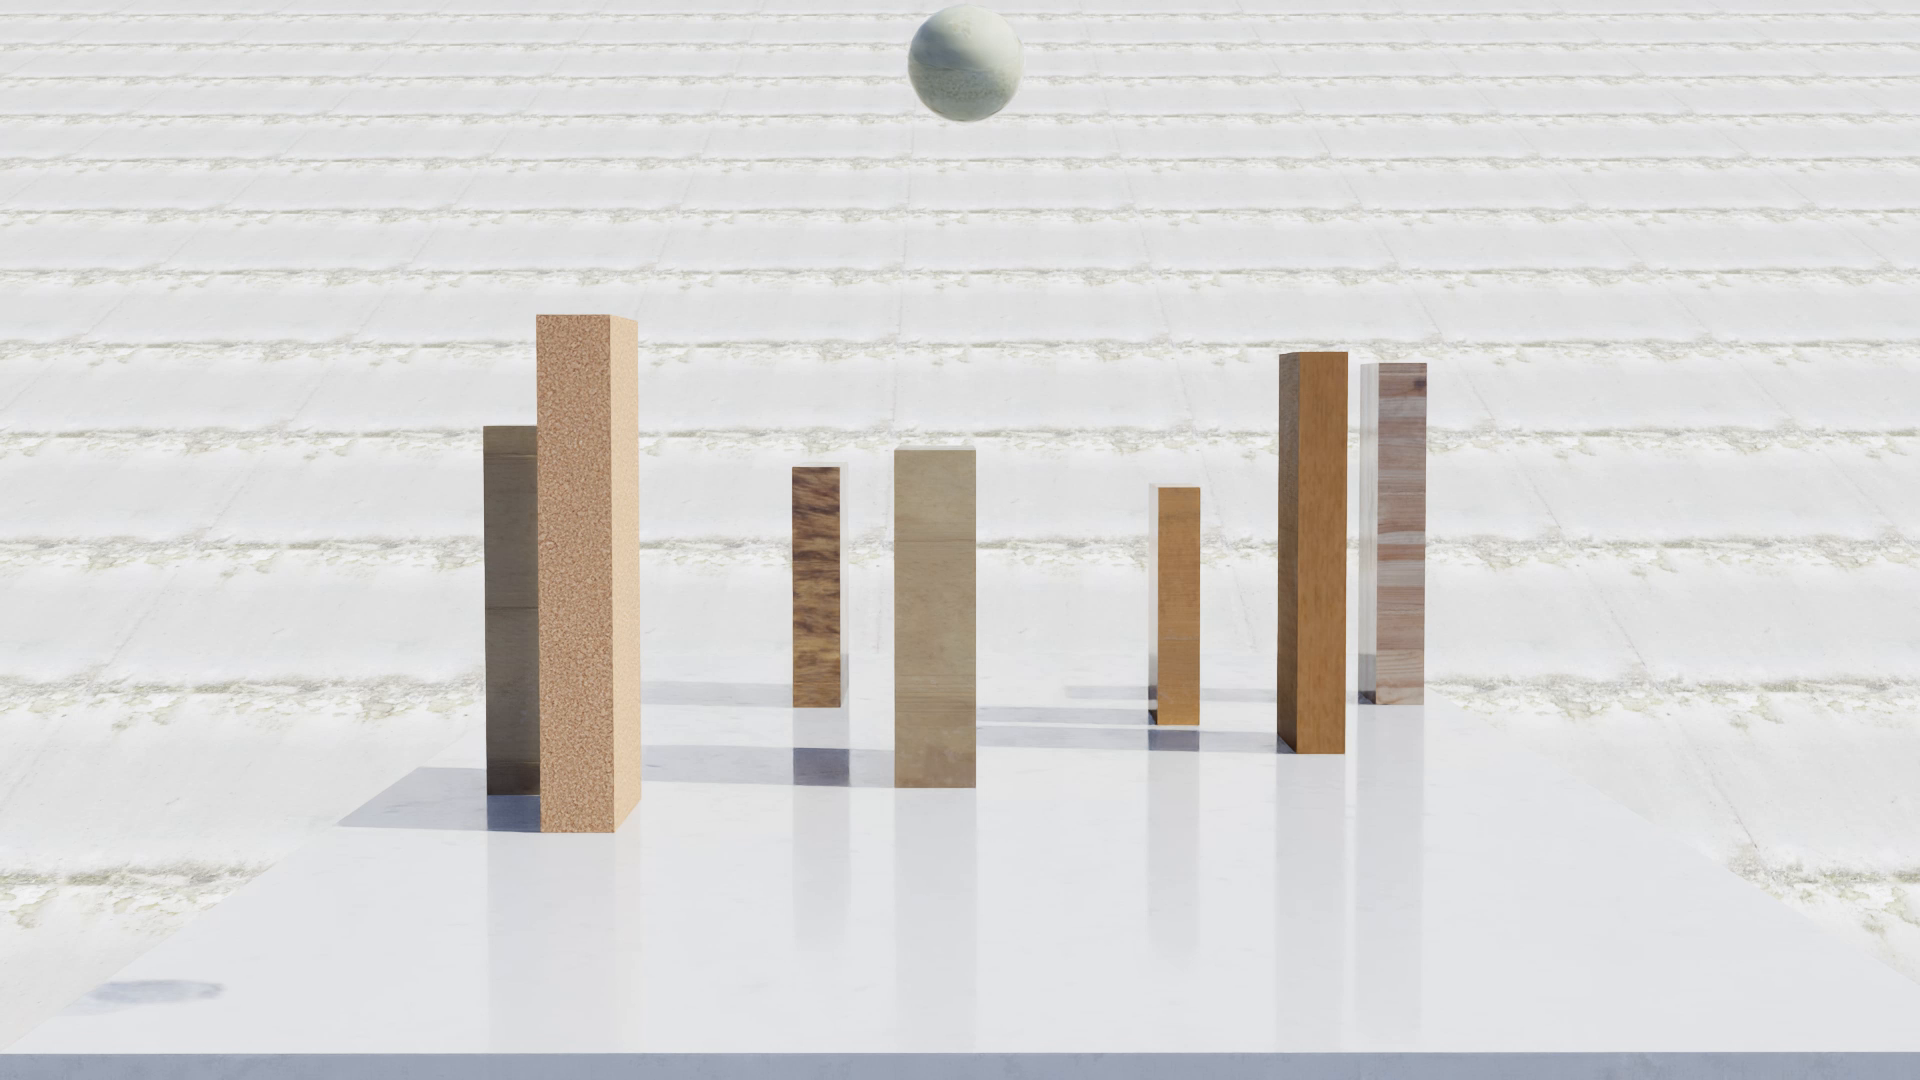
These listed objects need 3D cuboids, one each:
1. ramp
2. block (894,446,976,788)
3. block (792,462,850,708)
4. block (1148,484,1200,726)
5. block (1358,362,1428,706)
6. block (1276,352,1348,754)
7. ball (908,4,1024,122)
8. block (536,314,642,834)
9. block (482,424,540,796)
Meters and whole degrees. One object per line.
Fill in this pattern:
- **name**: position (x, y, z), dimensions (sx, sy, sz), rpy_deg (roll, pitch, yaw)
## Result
- **ramp**: position (0.049, 0.446, 4.532), dimensions (2.000, 0.100, 4.000), rpy_deg (0, 3, 0)
- **block**: position (-0.041, 0.120, 4.463), dimensions (0.135, 0.560, 0.441), rpy_deg (0, 3, 0)
- **block**: position (-0.300, 0.088, 5.576), dimensions (0.100, 0.504, 0.427), rpy_deg (0, 3, 0)
- **block**: position (0.432, 0.125, 5.191), dimensions (0.084, 0.471, 0.248), rpy_deg (0, 3, 0)
- **block**: position (0.927, -0.019, 5.522), dimensions (0.102, 0.720, 0.246), rpy_deg (0, 3, 0)
- **block**: position (0.655, 0.017, 4.791), dimensions (0.088, 0.729, 0.294), rpy_deg (0, 3, 0)
- **ball**: position (0.006, -0.477, 2.573), dimensions (0.117, 0.117, 0.117), rpy_deg (0, 21, 0)
- **block**: position (-0.569, 0.043, 3.962), dimensions (0.109, 0.768, 0.328), rpy_deg (0, 3, 0)
- **block**: position (-0.724, 0.108, 4.306), dimensions (0.093, 0.601, 0.277), rpy_deg (0, 3, 0)
